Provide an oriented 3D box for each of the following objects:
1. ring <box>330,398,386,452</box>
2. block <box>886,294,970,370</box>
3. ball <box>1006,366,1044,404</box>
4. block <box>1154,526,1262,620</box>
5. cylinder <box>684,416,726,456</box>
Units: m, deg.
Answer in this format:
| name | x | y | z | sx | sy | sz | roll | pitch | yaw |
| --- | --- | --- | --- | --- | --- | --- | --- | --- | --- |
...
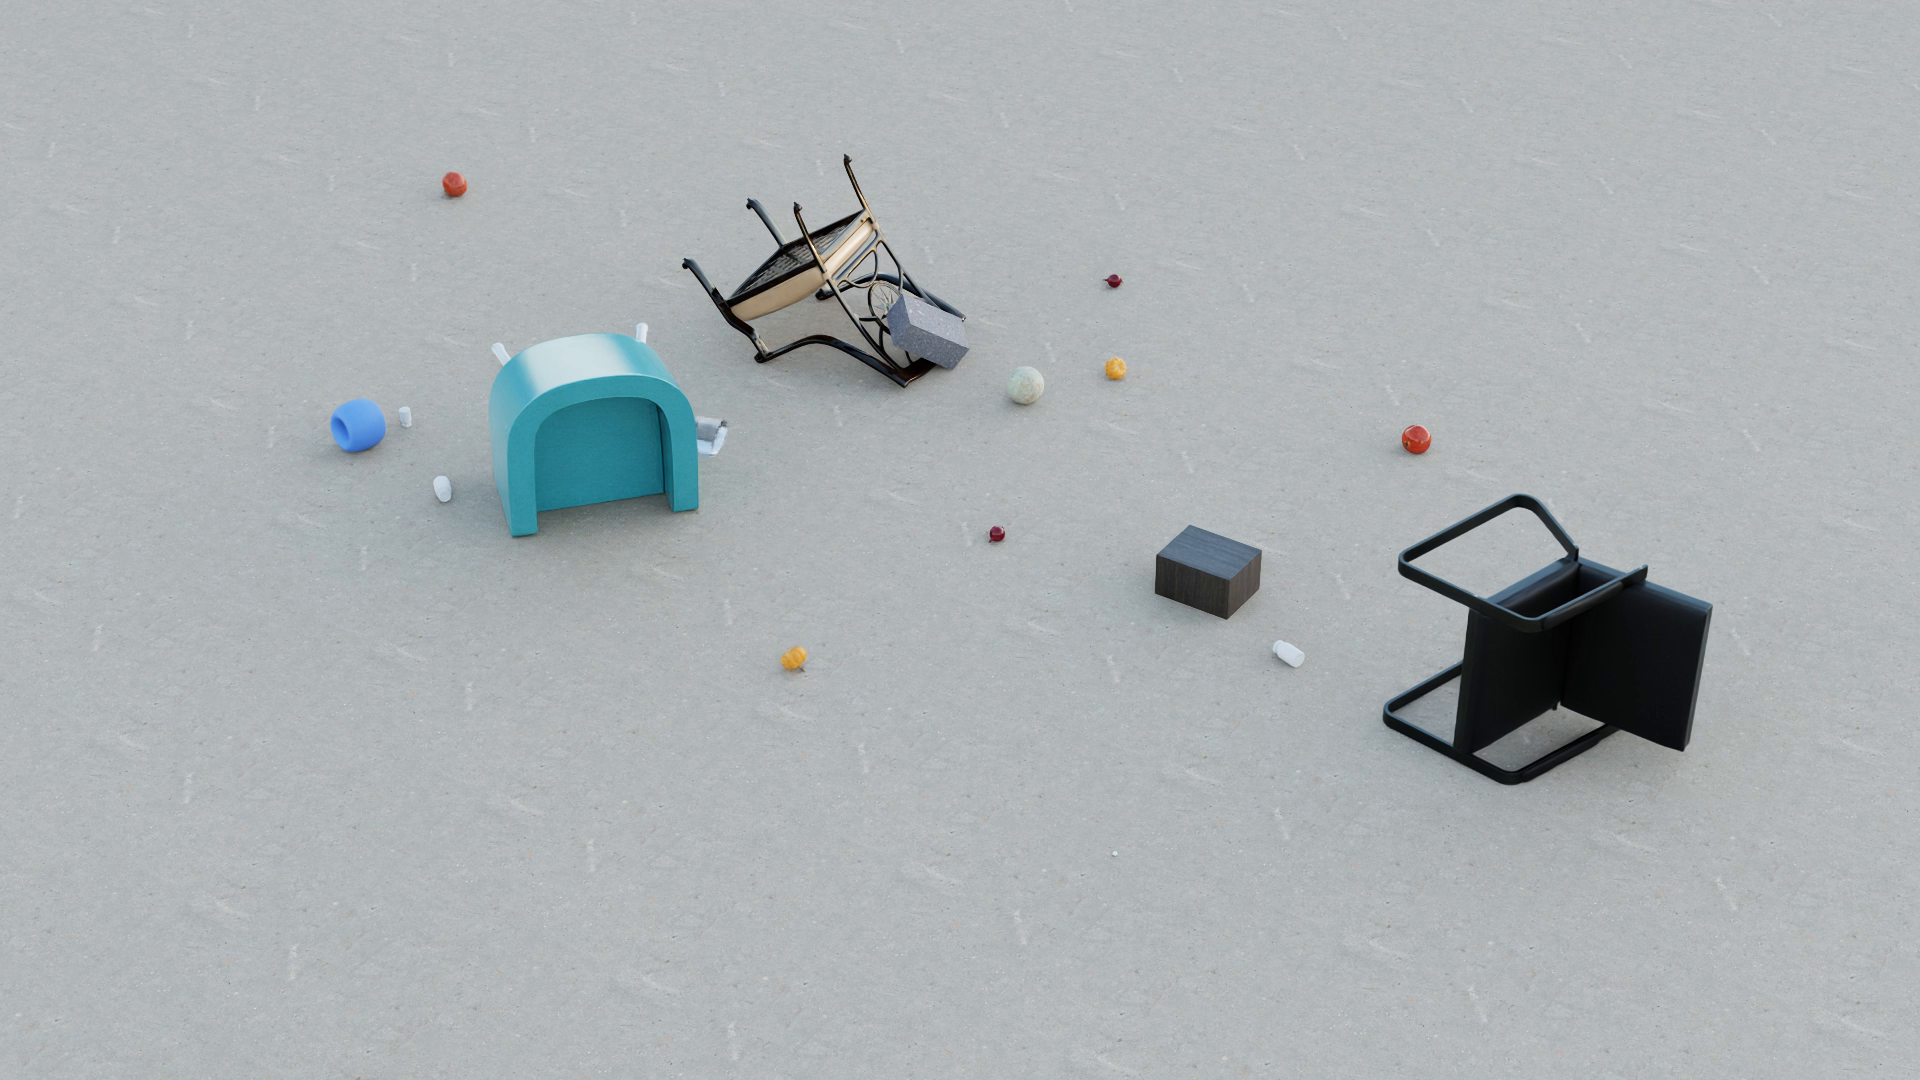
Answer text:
| name | x | y | z | sx | sy | sz | roll | pitch | yaw |
| --- | --- | --- | --- | --- | --- | --- | --- | --- | --- |
| ring | -2.349 | -0.447 | 11.443 | 0.161 | 0.221 | 0.198 | -25 | 81 | -34 |
| block | -0.132 | -0.849 | 11.964 | 0.295 | 0.125 | 0.198 | 21 | 35 | -30 |
| ball | 0.261 | -0.621 | 11.749 | 0.153 | 0.153 | 0.153 | 0 | 33 | 0 |
| block | 0.899 | 0.115 | 10.616 | 0.301 | 0.169 | 0.238 | 20 | 38 | 28 |
| cylinder | -0.994 | -0.408 | 11.468 | 0.108 | 0.103 | 0.187 | 9 | 42 | 14 |
